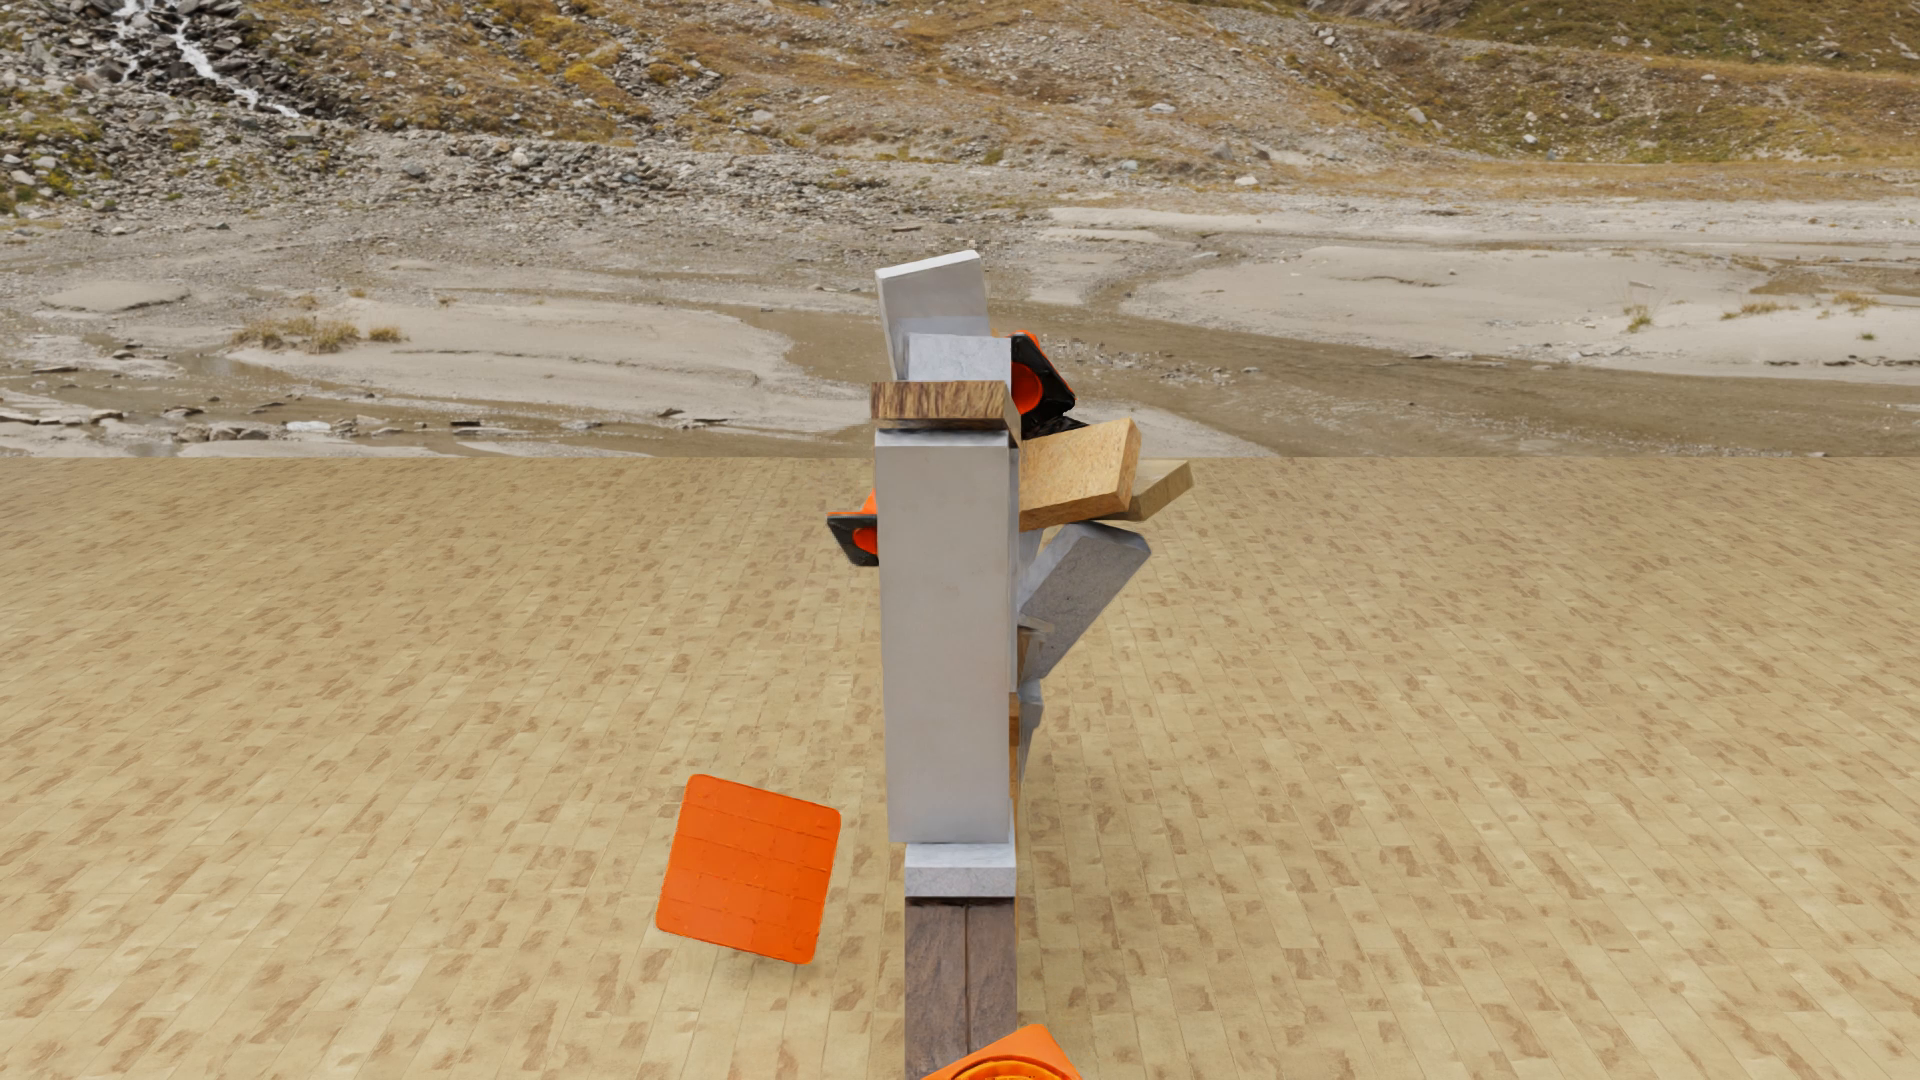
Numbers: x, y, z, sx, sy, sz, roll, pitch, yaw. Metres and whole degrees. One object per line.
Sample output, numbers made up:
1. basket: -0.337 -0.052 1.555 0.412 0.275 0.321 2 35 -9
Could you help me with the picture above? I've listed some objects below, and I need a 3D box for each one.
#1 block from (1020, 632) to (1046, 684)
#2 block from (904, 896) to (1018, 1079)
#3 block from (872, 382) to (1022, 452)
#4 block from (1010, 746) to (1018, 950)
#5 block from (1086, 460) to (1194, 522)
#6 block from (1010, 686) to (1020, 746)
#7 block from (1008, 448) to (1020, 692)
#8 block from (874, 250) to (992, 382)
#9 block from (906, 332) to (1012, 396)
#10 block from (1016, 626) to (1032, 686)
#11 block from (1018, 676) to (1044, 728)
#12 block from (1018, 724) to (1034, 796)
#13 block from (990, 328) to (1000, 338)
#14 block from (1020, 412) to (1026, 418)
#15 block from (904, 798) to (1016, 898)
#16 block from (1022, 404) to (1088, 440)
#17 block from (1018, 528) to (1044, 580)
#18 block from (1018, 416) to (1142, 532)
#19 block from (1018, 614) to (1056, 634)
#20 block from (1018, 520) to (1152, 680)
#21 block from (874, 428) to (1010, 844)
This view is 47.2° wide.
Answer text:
1. block: 0.097 0.197 3.710 0.059 0.119 0.017 10 48 -13
2. block: 0.001 0.602 2.867 0.145 0.291 0.041 0 -21 -1
3. block: -0.012 -0.156 2.813 0.161 0.046 0.322 0 -5 5
4. block: 0.003 0.462 3.430 0.174 0.348 0.049 0 -13 0
5. block: 0.217 -0.086 3.728 0.320 0.045 0.160 2 24 39
6. block: 0.002 0.247 3.483 0.174 0.049 0.348 0 14 0
7. block: -0.004 0.039 2.920 0.161 0.322 0.046 1 0 1
8. block: -0.030 -0.298 3.636 0.167 0.334 0.047 -14 25 -10
9. block: -0.003 -0.117 3.519 0.167 0.426 0.047 2 -14 -8
10. block: 0.079 0.195 3.666 0.059 0.119 0.017 13 32 1
11. block: 0.064 0.252 3.777 0.141 0.040 0.283 12 10 -3
12. block: 0.027 0.427 3.703 0.141 0.283 0.040 12 7 -1
13. block: -0.003 -0.377 4.258 0.155 0.044 0.310 0 9 -1
14. block: 0.112 -0.193 3.971 0.023 0.081 0.161 -45 24 -19
15. block: 0.002 0.417 3.004 0.145 0.041 0.291 0 11 1
16. block: 0.157 -0.177 3.780 0.023 0.081 0.161 33 -4 -38
17. block: 0.040 0.082 3.965 0.160 0.409 0.045 15 28 2
18. block: 0.131 -0.096 3.657 0.334 0.047 0.167 -12 44 28
19. block: 0.107 0.134 3.608 0.059 0.017 0.119 12 -4 24
20. block: 0.164 0.101 3.711 0.160 0.320 0.045 13 37 -38
21. block: -0.018 0.136 2.816 0.161 0.601 0.046 0 30 2
